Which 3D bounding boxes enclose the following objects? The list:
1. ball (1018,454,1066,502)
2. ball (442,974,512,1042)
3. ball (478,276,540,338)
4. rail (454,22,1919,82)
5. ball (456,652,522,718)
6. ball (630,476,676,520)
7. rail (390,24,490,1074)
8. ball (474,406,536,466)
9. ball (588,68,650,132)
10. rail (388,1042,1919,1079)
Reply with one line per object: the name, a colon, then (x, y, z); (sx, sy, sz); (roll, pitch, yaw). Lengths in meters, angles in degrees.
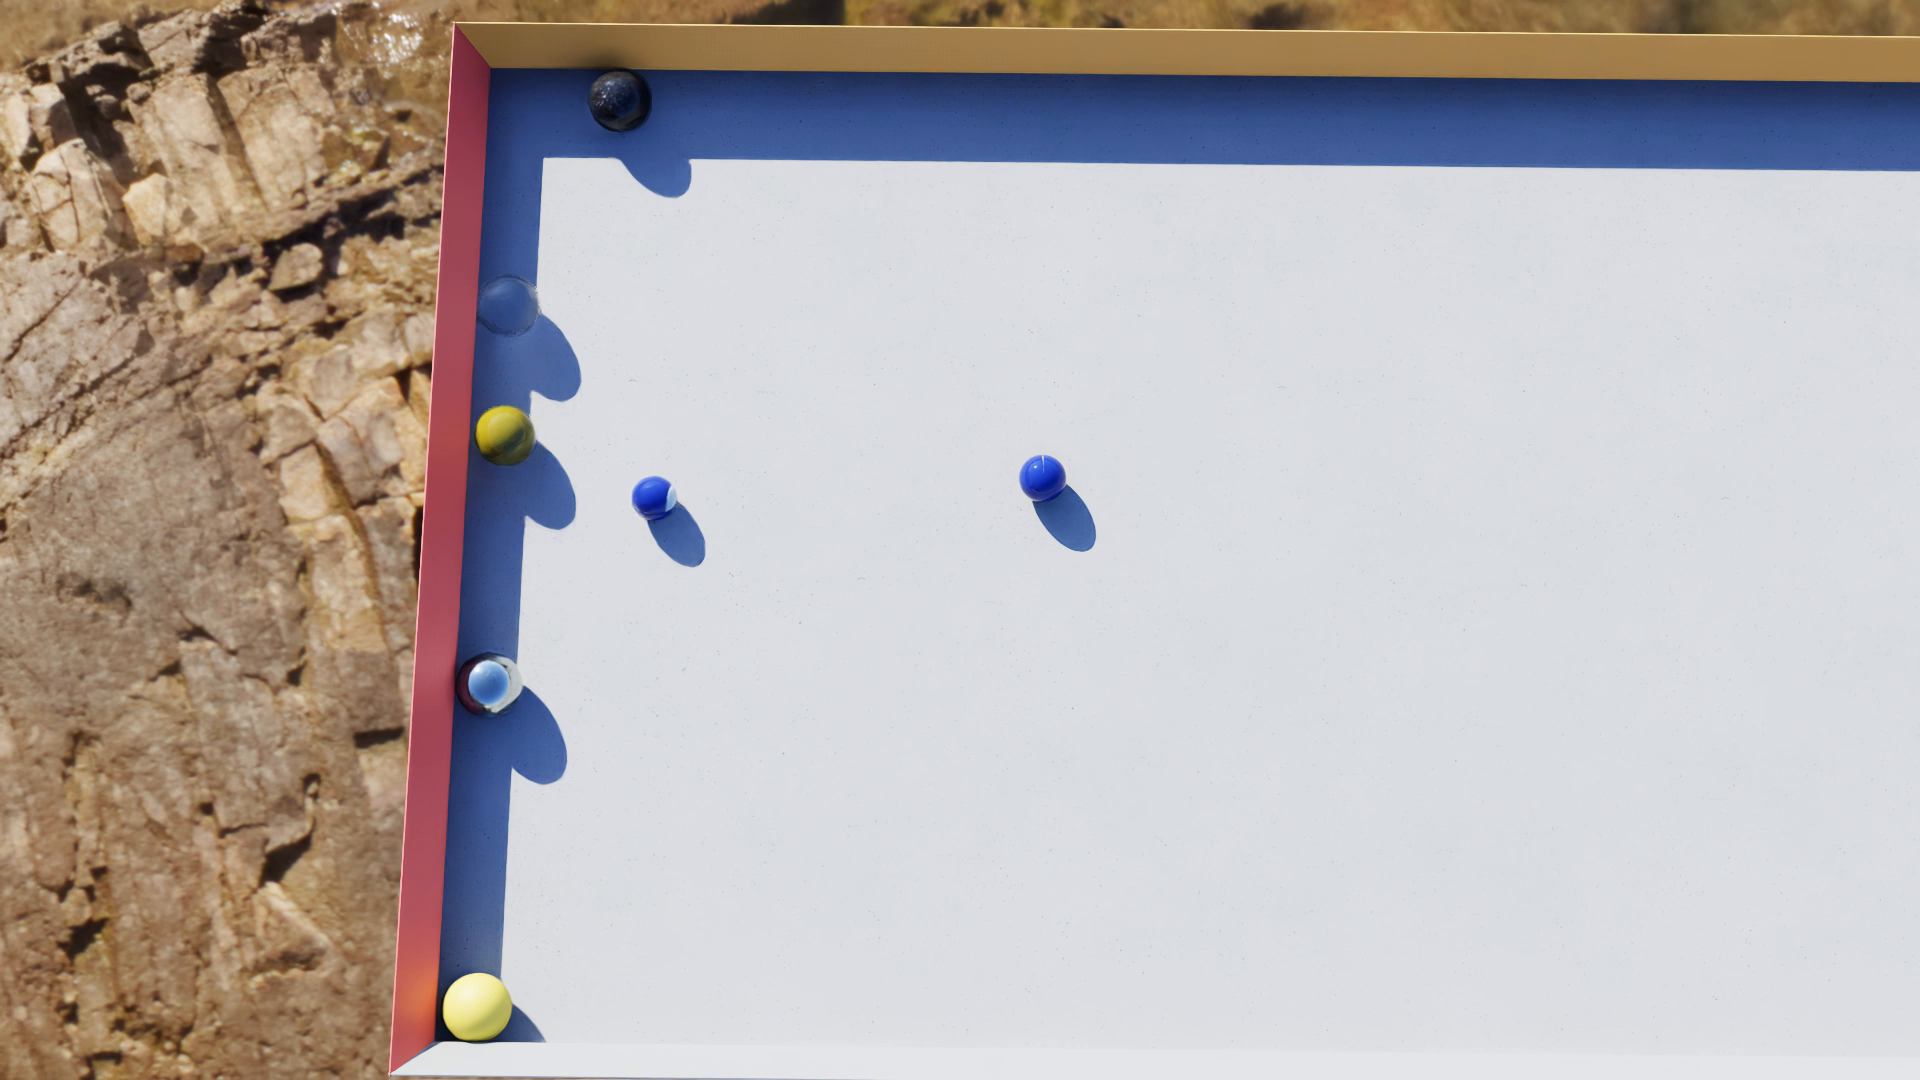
ball: (0.125, -0.093, 3.320); (0.073, 0.073, 0.073); (0, 78, 0)
ball: (-0.692, 0.670, 3.150); (0.098, 0.098, 0.098); (0, 78, 0)
ball: (-0.691, -0.357, 3.364); (0.094, 0.094, 0.094); (0, 78, 0)
rail: (0.794, -0.743, 3.425); (3.142, 0.127, 0.045); (1, 78, 0)
ball: (-0.695, 0.214, 3.244); (0.097, 0.097, 0.097); (0, 78, 0)
ball: (-0.462, -0.063, 3.316); (0.068, 0.068, 0.068); (0, 78, 0)
rail: (-0.762, -0.012, 3.274); (0.045, 0.127, 1.572); (1, 78, 0)
ball: (-0.688, -0.156, 3.324); (0.091, 0.091, 0.091); (0, 78, 0)
ball: (-0.531, -0.685, 3.430); (0.097, 0.097, 0.097); (0, 78, 0)
rail: (0.777, 0.751, 3.117); (3.142, 0.127, 0.045); (1, 78, 0)
